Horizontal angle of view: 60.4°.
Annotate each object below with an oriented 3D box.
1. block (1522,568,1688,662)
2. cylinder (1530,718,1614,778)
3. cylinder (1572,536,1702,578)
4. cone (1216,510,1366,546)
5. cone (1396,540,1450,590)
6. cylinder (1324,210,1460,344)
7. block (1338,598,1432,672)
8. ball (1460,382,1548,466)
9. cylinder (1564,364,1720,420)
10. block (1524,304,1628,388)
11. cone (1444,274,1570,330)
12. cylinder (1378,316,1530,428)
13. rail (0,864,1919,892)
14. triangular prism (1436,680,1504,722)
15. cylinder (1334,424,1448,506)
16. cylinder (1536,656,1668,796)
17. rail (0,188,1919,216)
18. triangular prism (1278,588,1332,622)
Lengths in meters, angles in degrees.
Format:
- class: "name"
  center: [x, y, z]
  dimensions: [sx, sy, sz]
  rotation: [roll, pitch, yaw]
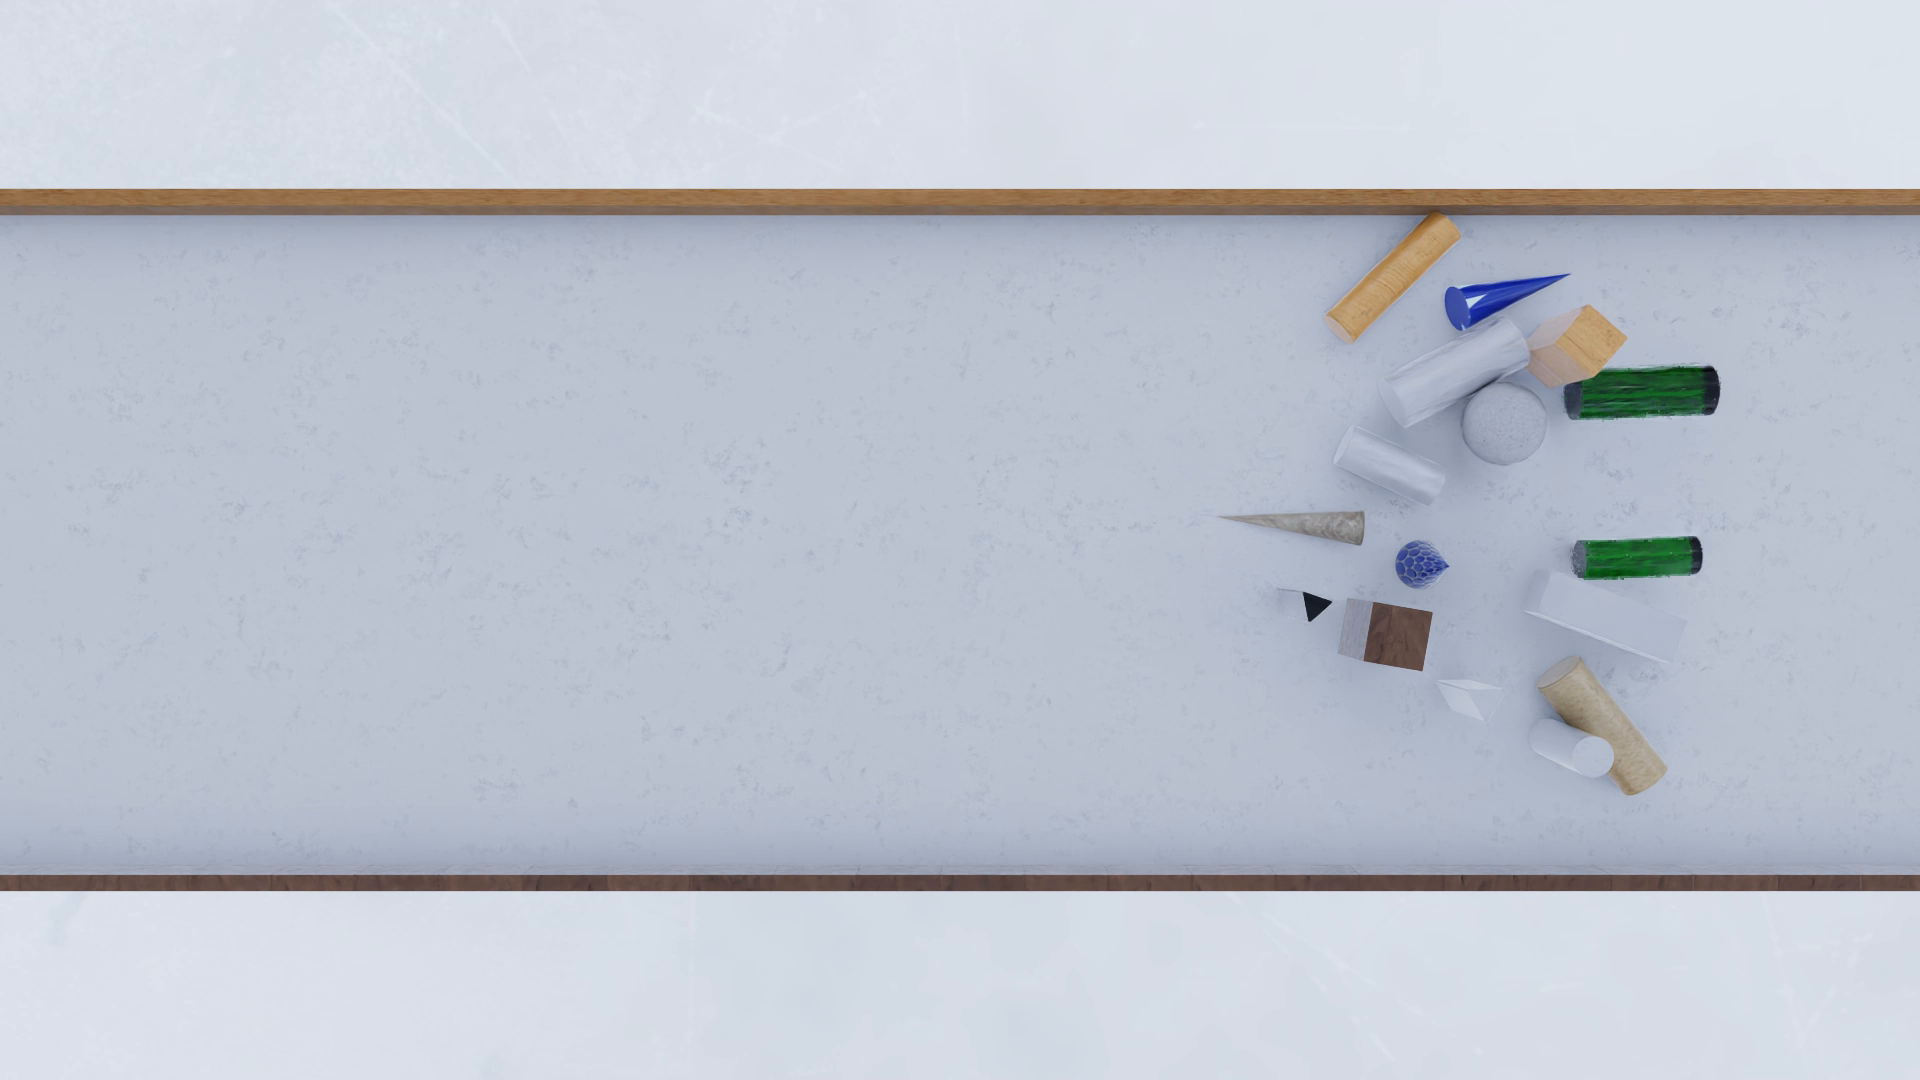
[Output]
- class: "block"
  center: [1.954, 0.229, 5.008]
  dimensions: [0.433, 0.136, 0.136]
  rotation: [21, 90, 0]
- class: "cylinder"
  center: [1.803, 0.611, 4.875]
  dimensions: [0.117, 0.398, 0.117]
  rotation: [0, 91, 2]
- class: "cylinder"
  center: [2.060, 0.052, 5.018]
  dimensions: [0.348, 0.117, 0.117]
  rotation: [-2, 90, 0]
- class: "cone"
  center: [1.003, -0.054, 5.050]
  dimensions: [0.450, 0.108, 0.108]
  rotation: [5, 90, 7]
- class: "cone"
  center: [1.416, 0.076, 4.922]
  dimensions: [0.152, 0.310, 0.152]
  rotation: [0, 90, 0]
- class: "cylinder"
  center: [1.314, -0.798, 5.016]
  dimensions: [0.456, 0.121, 0.121]
  rotation: [-44, 90, 0]
- class: "block"
  center: [1.263, 0.279, 4.916]
  dimensions: [0.174, 0.321, 0.174]
  rotation: [10, 90, 0]
- class: "ball"
  center: [1.633, -0.349, 4.952]
  dimensions: [0.248, 0.248, 0.248]
  rotation: [0, 90, 0]
- class: "cylinder"
  center: [2.064, -0.447, 4.999]
  dimensions: [0.410, 0.155, 0.155]
  rotation: [-2, 90, 0]
- class: "block"
  center: [1.804, -0.570, 4.894]
  dimensions: [0.149, 0.365, 0.149]
  rotation: [41, 90, 0]
- class: "cone"
  center: [1.697, -0.761, 5.042]
  dimensions: [0.400, 0.139, 0.139]
  rotation: [-17, 90, -10]
- class: "cylinder"
  center: [1.494, -0.508, 4.991]
  dimensions: [0.410, 0.169, 0.169]
  rotation: [-27, 90, 0]
- class: "rail"
  center: [-2.247, 1.025, 5.001]
  dimensions: [12.000, 0.150, 0.050]
  rotation: [0, 90, 0]
- class: "triangular prism"
  center: [1.529, 0.455, 4.915]
  dimensions: [0.091, 0.322, 0.105]
  rotation: [-31, 90, 0]
- class: "cylinder"
  center: [1.306, -0.225, 5.010]
  dimensions: [0.308, 0.132, 0.132]
  rotation: [25, 90, 0]
- class: "cylinder"
  center: [1.945, 0.562, 4.999]
  dimensions: [0.156, 0.156, 0.421]
  rotation: [-39, 90, 0]
- class: "rail"
  center: [-2.247, -1.025, 5.002]
  dimensions: [12.000, 0.150, 0.050]
  rotation: [0, 90, 0]
- class: "triangular prism"
  center: [1.004, 0.177, 4.892]
  dimensions: [0.088, 0.370, 0.076]
  rotation: [-41, 90, 0]
